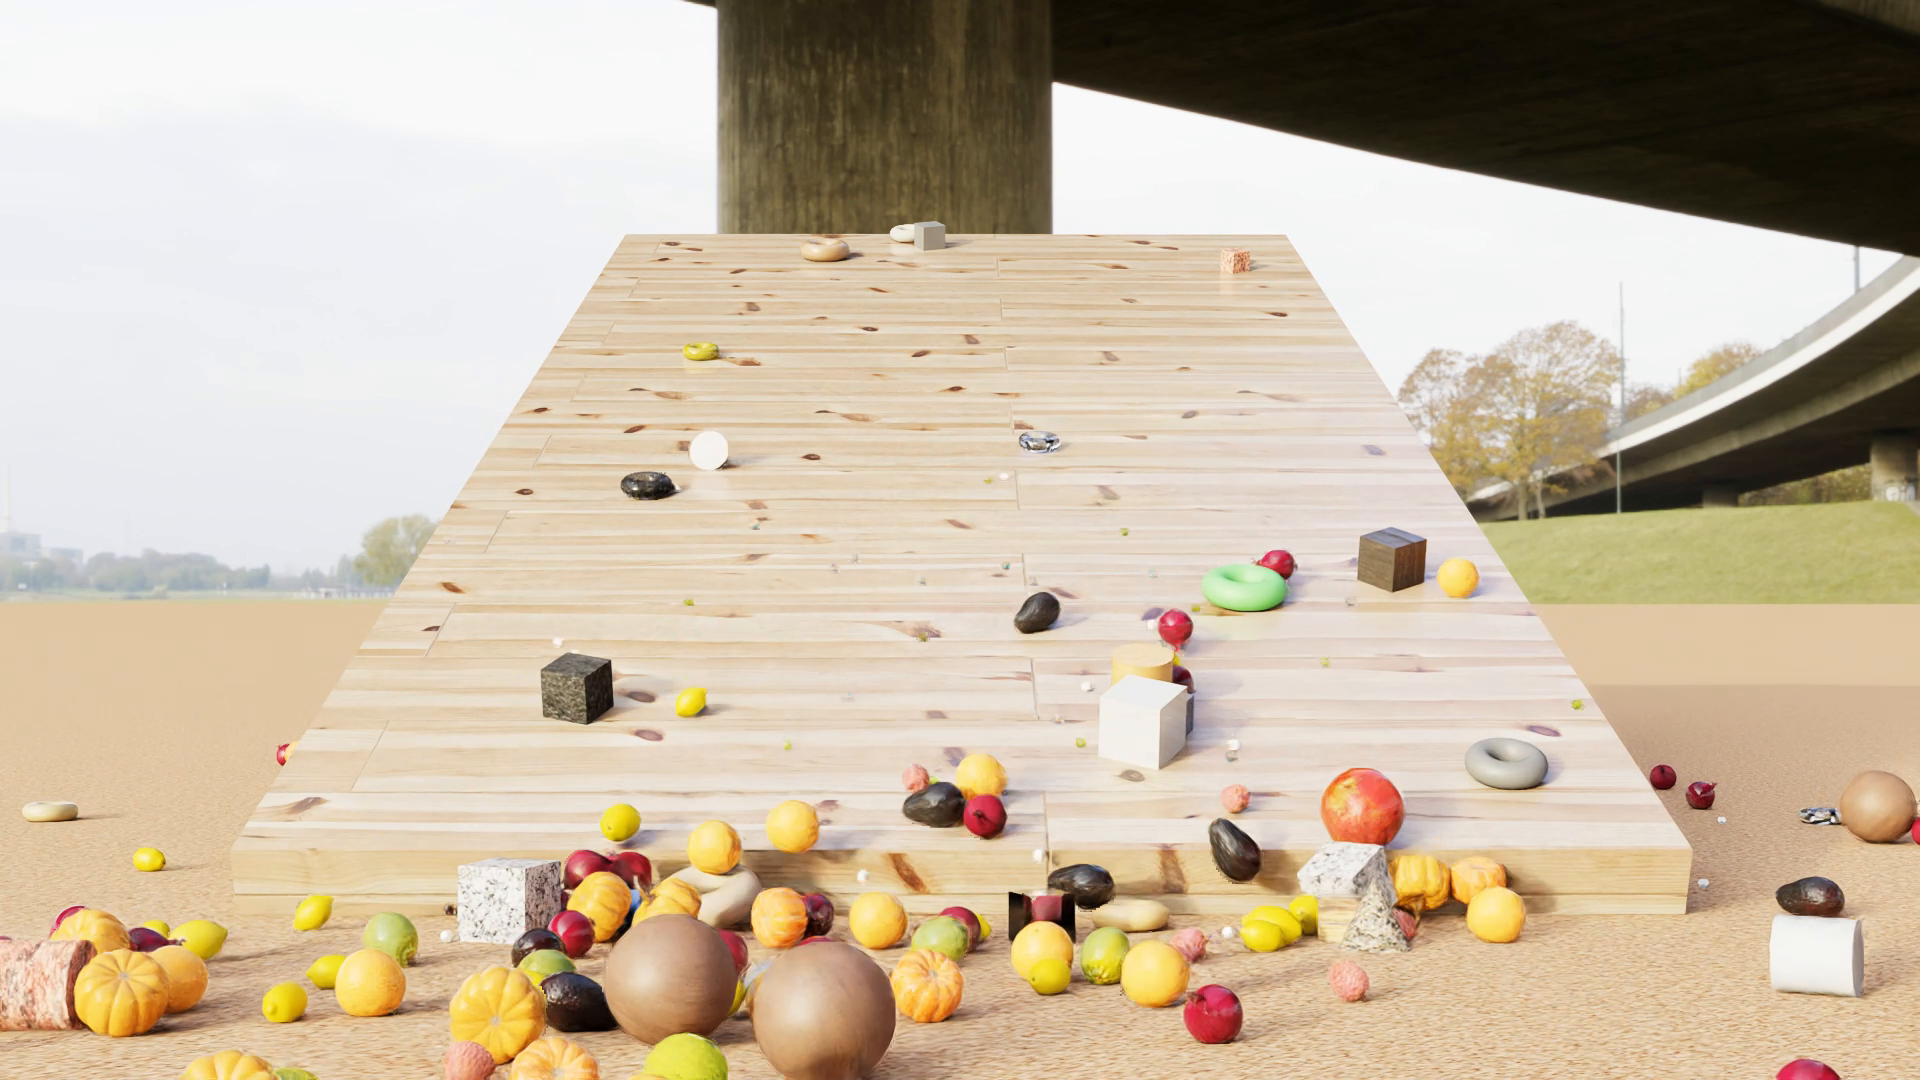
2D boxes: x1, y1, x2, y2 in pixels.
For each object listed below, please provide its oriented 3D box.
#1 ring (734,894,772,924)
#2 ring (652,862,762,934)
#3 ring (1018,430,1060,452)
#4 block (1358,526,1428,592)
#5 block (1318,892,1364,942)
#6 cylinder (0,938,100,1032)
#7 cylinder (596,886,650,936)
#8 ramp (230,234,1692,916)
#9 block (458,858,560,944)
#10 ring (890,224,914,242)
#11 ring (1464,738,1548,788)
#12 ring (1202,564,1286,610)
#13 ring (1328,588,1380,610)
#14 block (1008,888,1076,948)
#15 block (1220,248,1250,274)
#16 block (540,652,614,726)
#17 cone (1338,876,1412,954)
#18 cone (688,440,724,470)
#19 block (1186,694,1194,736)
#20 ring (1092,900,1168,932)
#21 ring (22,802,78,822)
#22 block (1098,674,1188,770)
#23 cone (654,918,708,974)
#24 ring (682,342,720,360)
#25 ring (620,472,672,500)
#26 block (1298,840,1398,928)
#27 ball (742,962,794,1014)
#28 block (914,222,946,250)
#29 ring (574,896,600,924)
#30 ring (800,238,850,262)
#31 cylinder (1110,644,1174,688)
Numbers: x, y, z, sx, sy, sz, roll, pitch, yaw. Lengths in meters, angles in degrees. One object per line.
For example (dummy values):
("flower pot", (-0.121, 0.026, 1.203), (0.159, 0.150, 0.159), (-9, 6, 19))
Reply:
("ring", (-0.302, 0.500, 3.066), (0.093, 0.031, 0.093), (-5, 1, 0))
("ring", (-0.337, 0.475, 3.008), (0.148, 0.049, 0.148), (-9, 17, 3))
("ring", (0.169, -0.209, 4.814), (0.090, 0.030, 0.090), (1, 19, 0))
("block", (0.774, 0.035, 4.055), (0.084, 0.084, 0.084), (-14, 24, -35))
("block", (0.493, 0.485, 2.902), (0.055, 0.055, 0.055), (-1, -2, 23))
("cylinder", (-0.936, 0.451, 2.298), (0.091, 0.091, 0.091), (2, -1, 1))
("cylinder", (-0.439, 0.484, 2.944), (0.053, 0.053, 0.053), (-18, -4, 7))
("ramp", (-0.005, -0.205, 4.991), (2.000, 0.100, 4.000), (0, 20, 0))
("block", (-0.581, 0.465, 2.919), (0.096, 0.096, 0.096), (0, -2, 18))
("ring", (-0.154, -0.918, 6.777), (0.112, 0.037, 0.112), (0, 21, 0))
("ring", (0.799, 0.326, 3.308), (0.120, 0.040, 0.120), (0, 21, 0))
("ring", (0.499, 0.083, 3.972), (0.149, 0.050, 0.149), (1, 19, 0))
("ring", (0.687, 0.103, 3.951), (0.091, 0.030, 0.091), (8, -3, 0))
("block", (0.104, 0.480, 2.875), (0.064, 0.064, 0.064), (1, -2, -25))
("block", (0.778, -0.790, 6.393), (0.057, 0.057, 0.057), (-11, 23, -29))
("block", (-0.594, 0.230, 3.512), (0.079, 0.079, 0.079), (8, 21, 21))
("cone", (0.517, 0.464, 2.822), (0.092, 0.092, 0.092), (0, -1, 0))
("cone", (-0.511, -0.179, 4.716), (0.082, 0.082, 0.082), (-1, 17, 24))
("block", (0.317, 0.267, 3.443), (0.059, 0.059, 0.059), (11, 22, 27))
("ring", (0.225, 0.498, 2.998), (0.103, 0.034, 0.103), (-1, -3, 0))
("ring", (-1.791, 0.535, 4.455), (0.104, 0.035, 0.104), (1, -1, 0))
("block", (0.273, 0.271, 3.375), (0.097, 0.097, 0.097), (11, 22, 27))
("cone", (-0.328, 0.475, 2.659), (0.063, 0.063, 0.063), (0, -1, 0))
("ring", (-0.630, -0.459, 5.507), (0.091, 0.030, 0.091), (1, 19, 0))
("ring", (-0.627, -0.109, 4.525), (0.105, 0.035, 0.105), (1, 19, 0))
("block", (0.512, 0.458, 2.989), (0.084, 0.084, 0.084), (-1, 24, 42))
("ball", (-0.202, 0.472, 2.380), (0.054, 0.054, 0.054), (0, -1, 0))
("block", (-0.089, -0.896, 6.668), (0.070, 0.070, 0.070), (-8, 21, -22))
("ring", (-0.476, 0.501, 3.060), (0.092, 0.031, 0.092), (0, 0, 0))
("ring", (-0.391, -0.839, 6.541), (0.144, 0.048, 0.144), (1, 19, 0))
("cylinder", (0.282, 0.223, 3.513), (0.095, 0.095, 0.095), (0, 20, 0))
